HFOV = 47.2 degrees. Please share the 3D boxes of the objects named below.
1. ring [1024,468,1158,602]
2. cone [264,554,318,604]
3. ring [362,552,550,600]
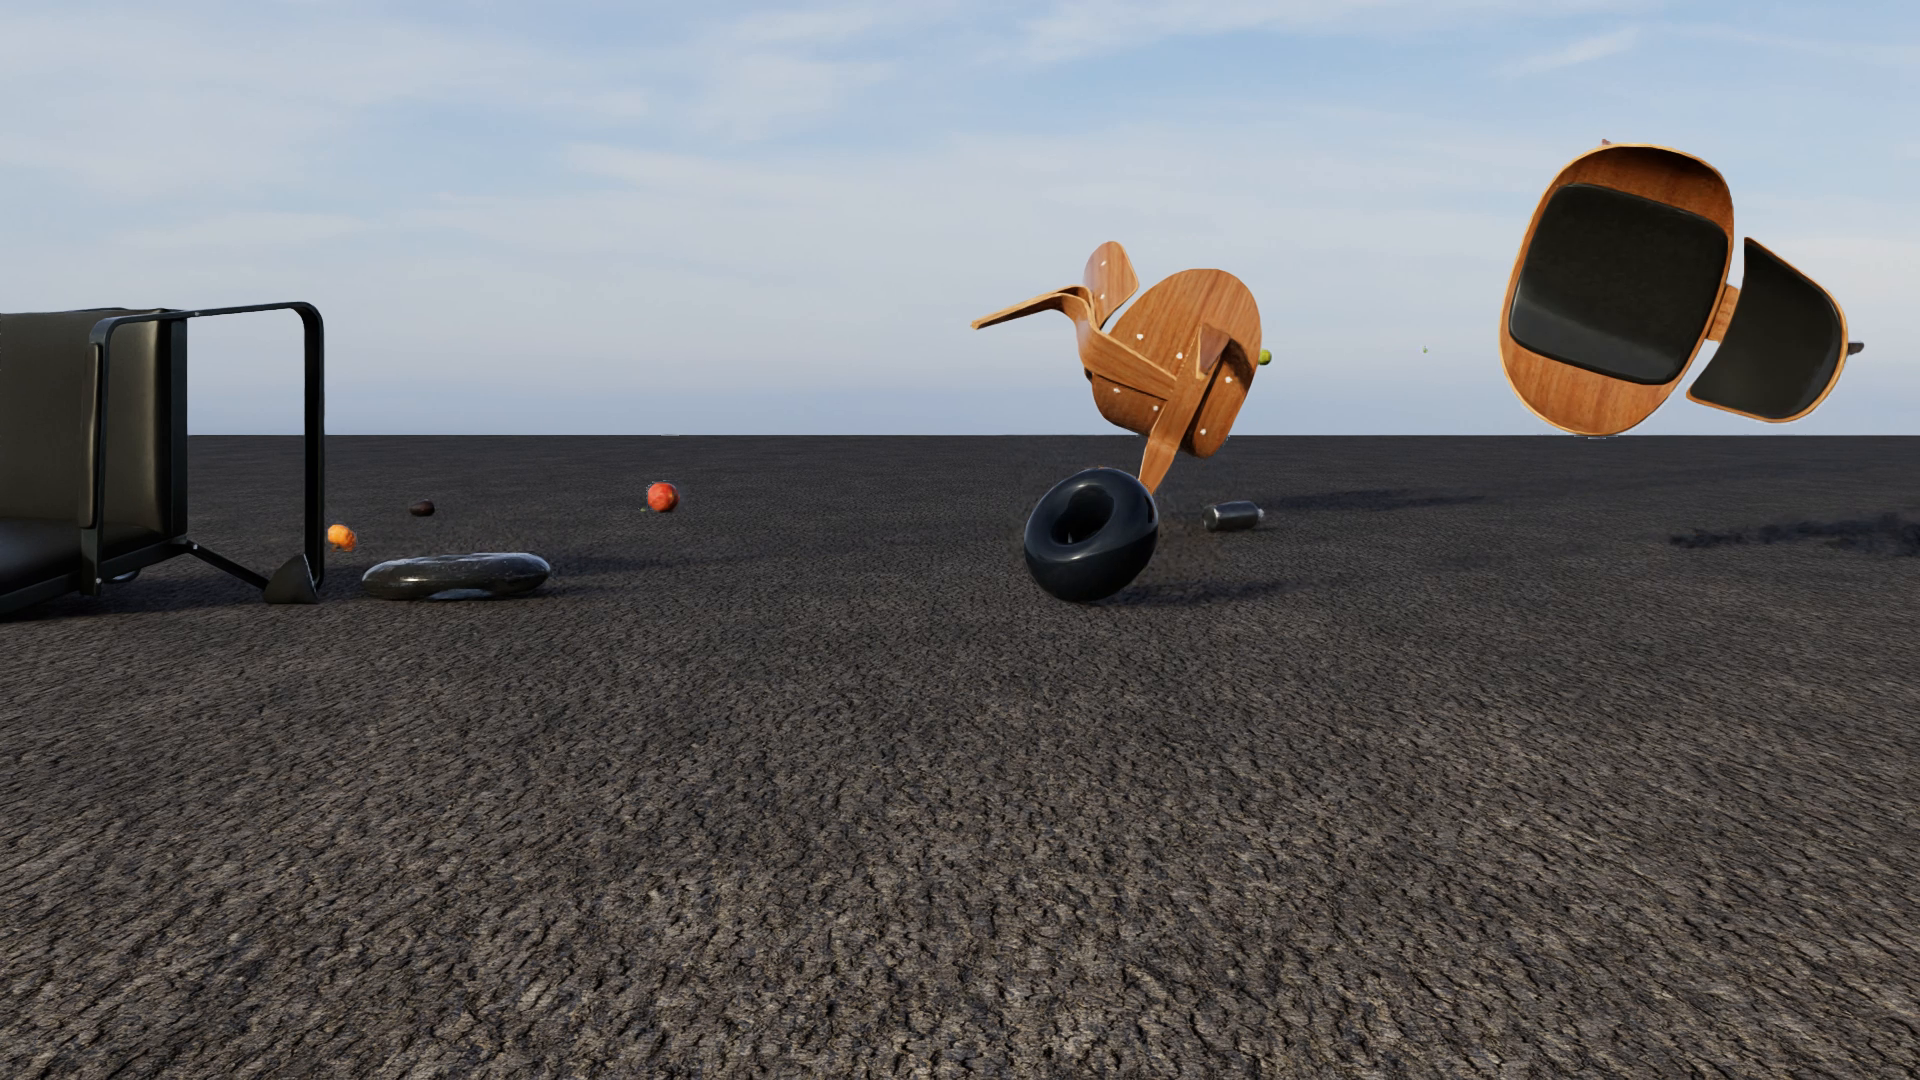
[{"bbox_3d":[0.274,-0.011,4.602,0.282,0.316,0.146,6,-37,36],"label":"ring"},{"bbox_3d":[-1.378,0.107,4.604,0.094,0.128,0.109,35,-21,10],"label":"cone"},{"bbox_3d":[-1.092,0.078,4.776,0.402,0.082,0.358,-4,3,-21],"label":"ring"}]
